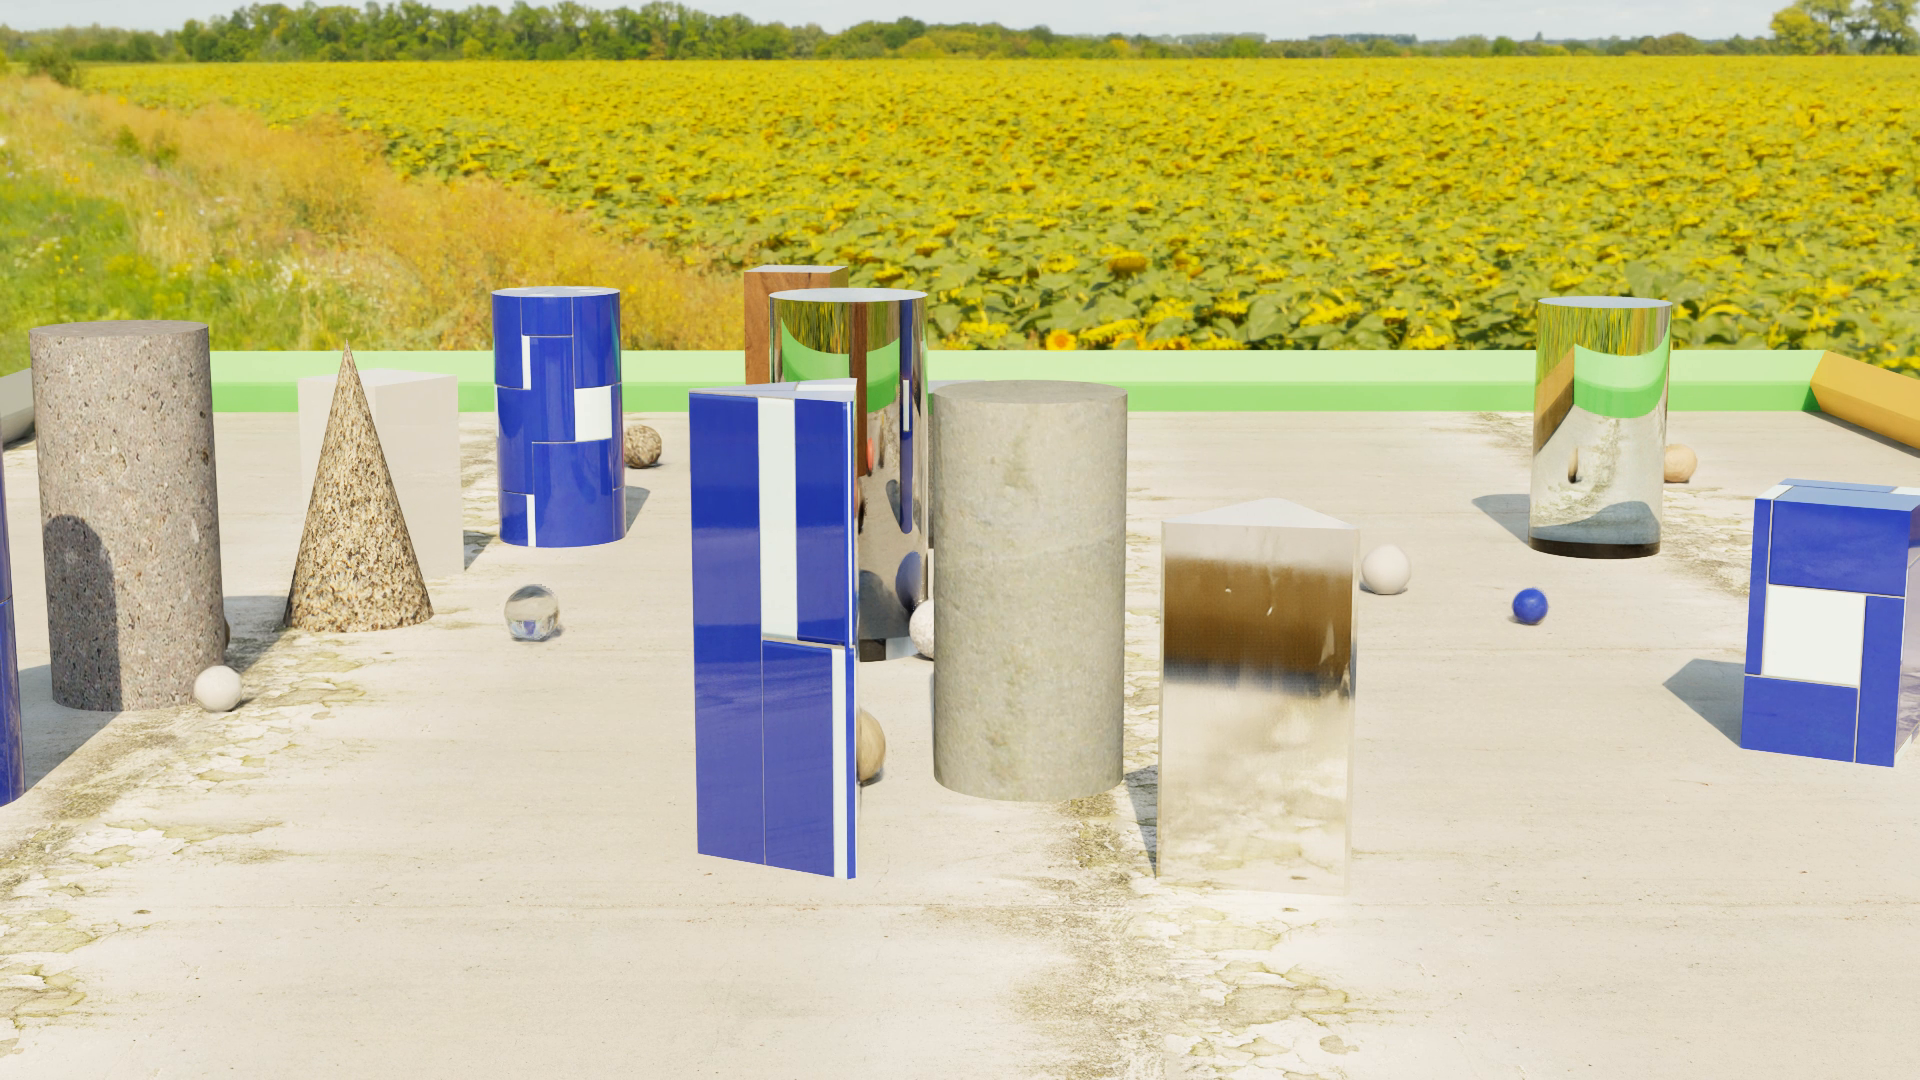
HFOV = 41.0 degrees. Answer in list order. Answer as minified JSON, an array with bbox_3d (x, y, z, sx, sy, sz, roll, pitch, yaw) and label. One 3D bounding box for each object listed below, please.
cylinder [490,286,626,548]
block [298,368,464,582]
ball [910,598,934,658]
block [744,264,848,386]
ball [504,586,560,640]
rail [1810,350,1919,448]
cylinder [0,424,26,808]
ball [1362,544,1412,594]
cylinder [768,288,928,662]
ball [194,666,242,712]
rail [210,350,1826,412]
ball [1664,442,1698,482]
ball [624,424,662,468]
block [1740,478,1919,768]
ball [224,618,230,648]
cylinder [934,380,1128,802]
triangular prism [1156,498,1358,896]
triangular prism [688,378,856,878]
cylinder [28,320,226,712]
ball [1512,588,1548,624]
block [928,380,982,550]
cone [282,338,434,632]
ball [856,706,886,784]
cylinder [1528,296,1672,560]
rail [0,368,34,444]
[{"bbox_3d":[-0.622,-0.194,3.980,0.197,0.383,0.197,0,10,0],"label":"cylinder"},{"bbox_3d":[-0.830,-0.091,3.683,0.158,0.288,0.158,7,13,34],"label":"block"},{"bbox_3d":[-0.025,0.110,3.180,0.077,0.077,0.077,0,10,0],"label":"ball"},{"bbox_3d":[-0.297,-0.315,4.692,0.158,0.361,0.158,2,11,10],"label":"block"},{"bbox_3d":[-0.549,0.094,3.287,0.070,0.070,0.070,0,10,0],"label":"ball"},{"bbox_3d":[1.828,0.031,3.459,0.045,0.128,4.071,0,10,0],"label":"rail"},{"bbox_3d":[-1.045,0.025,2.541,0.197,0.477,0.197,0,10,0],"label":"cylinder"},{"bbox_3d":[0.595,0.040,3.574,0.070,0.070,0.070,0,10,0],"label":"ball"},{"bbox_3d":[-0.138,-0.085,3.222,0.197,0.445,0.197,0,10,0],"label":"cylinder"},{"bbox_3d":[-0.845,0.169,2.925,0.053,0.053,0.053,0,10,0],"label":"ball"},{"bbox_3d":[-0.012,-0.333,5.427,3.704,0.128,0.045,0,10,0],"label":"rail"},{"bbox_3d":[1.264,-0.136,4.523,0.070,0.070,0.070,0,10,0],"label":"ball"},{"bbox_3d":[-0.584,-0.171,4.691,0.079,0.079,0.079,0,10,0],"label":"ball"},{"bbox_3d":[0.950,0.085,2.773,0.158,0.273,0.158,6,12,29],"label":"block"},{"bbox_3d":[-0.934,0.118,3.148,0.073,0.073,0.073,0,10,0],"label":"ball"},{"bbox_3d":[0.071,0.047,2.629,0.197,0.401,0.197,0,10,0],"label":"cylinder"},{"bbox_3d":[0.276,0.137,2.336,0.171,0.331,0.148,2,11,12],"label":"triangular prism"},{"bbox_3d":[-0.136,0.074,2.389,0.171,0.436,0.148,6,12,28],"label":"triangular prism"},{"bbox_3d":[-0.965,-0.033,2.984,0.197,0.428,0.197,0,10,0],"label":"cylinder"},{"bbox_3d":[0.752,0.087,3.382,0.048,0.048,0.048,0,10,0],"label":"ball"},{"bbox_3d":[-0.030,-0.119,3.968,0.158,0.239,0.158,-1,11,-8],"label":"block"},{"bbox_3d":[-0.803,-0.081,3.394,0.197,0.375,0.197,0,10,0],"label":"cone"},{"bbox_3d":[-0.117,0.210,2.623,0.083,0.083,0.083,0,10,0],"label":"ball"},{"bbox_3d":[0.969,-0.173,3.889,0.197,0.375,0.197,0,10,0],"label":"cylinder"},{"bbox_3d":[-1.828,0.035,3.438,0.045,0.128,4.071,0,10,0],"label":"rail"}]
